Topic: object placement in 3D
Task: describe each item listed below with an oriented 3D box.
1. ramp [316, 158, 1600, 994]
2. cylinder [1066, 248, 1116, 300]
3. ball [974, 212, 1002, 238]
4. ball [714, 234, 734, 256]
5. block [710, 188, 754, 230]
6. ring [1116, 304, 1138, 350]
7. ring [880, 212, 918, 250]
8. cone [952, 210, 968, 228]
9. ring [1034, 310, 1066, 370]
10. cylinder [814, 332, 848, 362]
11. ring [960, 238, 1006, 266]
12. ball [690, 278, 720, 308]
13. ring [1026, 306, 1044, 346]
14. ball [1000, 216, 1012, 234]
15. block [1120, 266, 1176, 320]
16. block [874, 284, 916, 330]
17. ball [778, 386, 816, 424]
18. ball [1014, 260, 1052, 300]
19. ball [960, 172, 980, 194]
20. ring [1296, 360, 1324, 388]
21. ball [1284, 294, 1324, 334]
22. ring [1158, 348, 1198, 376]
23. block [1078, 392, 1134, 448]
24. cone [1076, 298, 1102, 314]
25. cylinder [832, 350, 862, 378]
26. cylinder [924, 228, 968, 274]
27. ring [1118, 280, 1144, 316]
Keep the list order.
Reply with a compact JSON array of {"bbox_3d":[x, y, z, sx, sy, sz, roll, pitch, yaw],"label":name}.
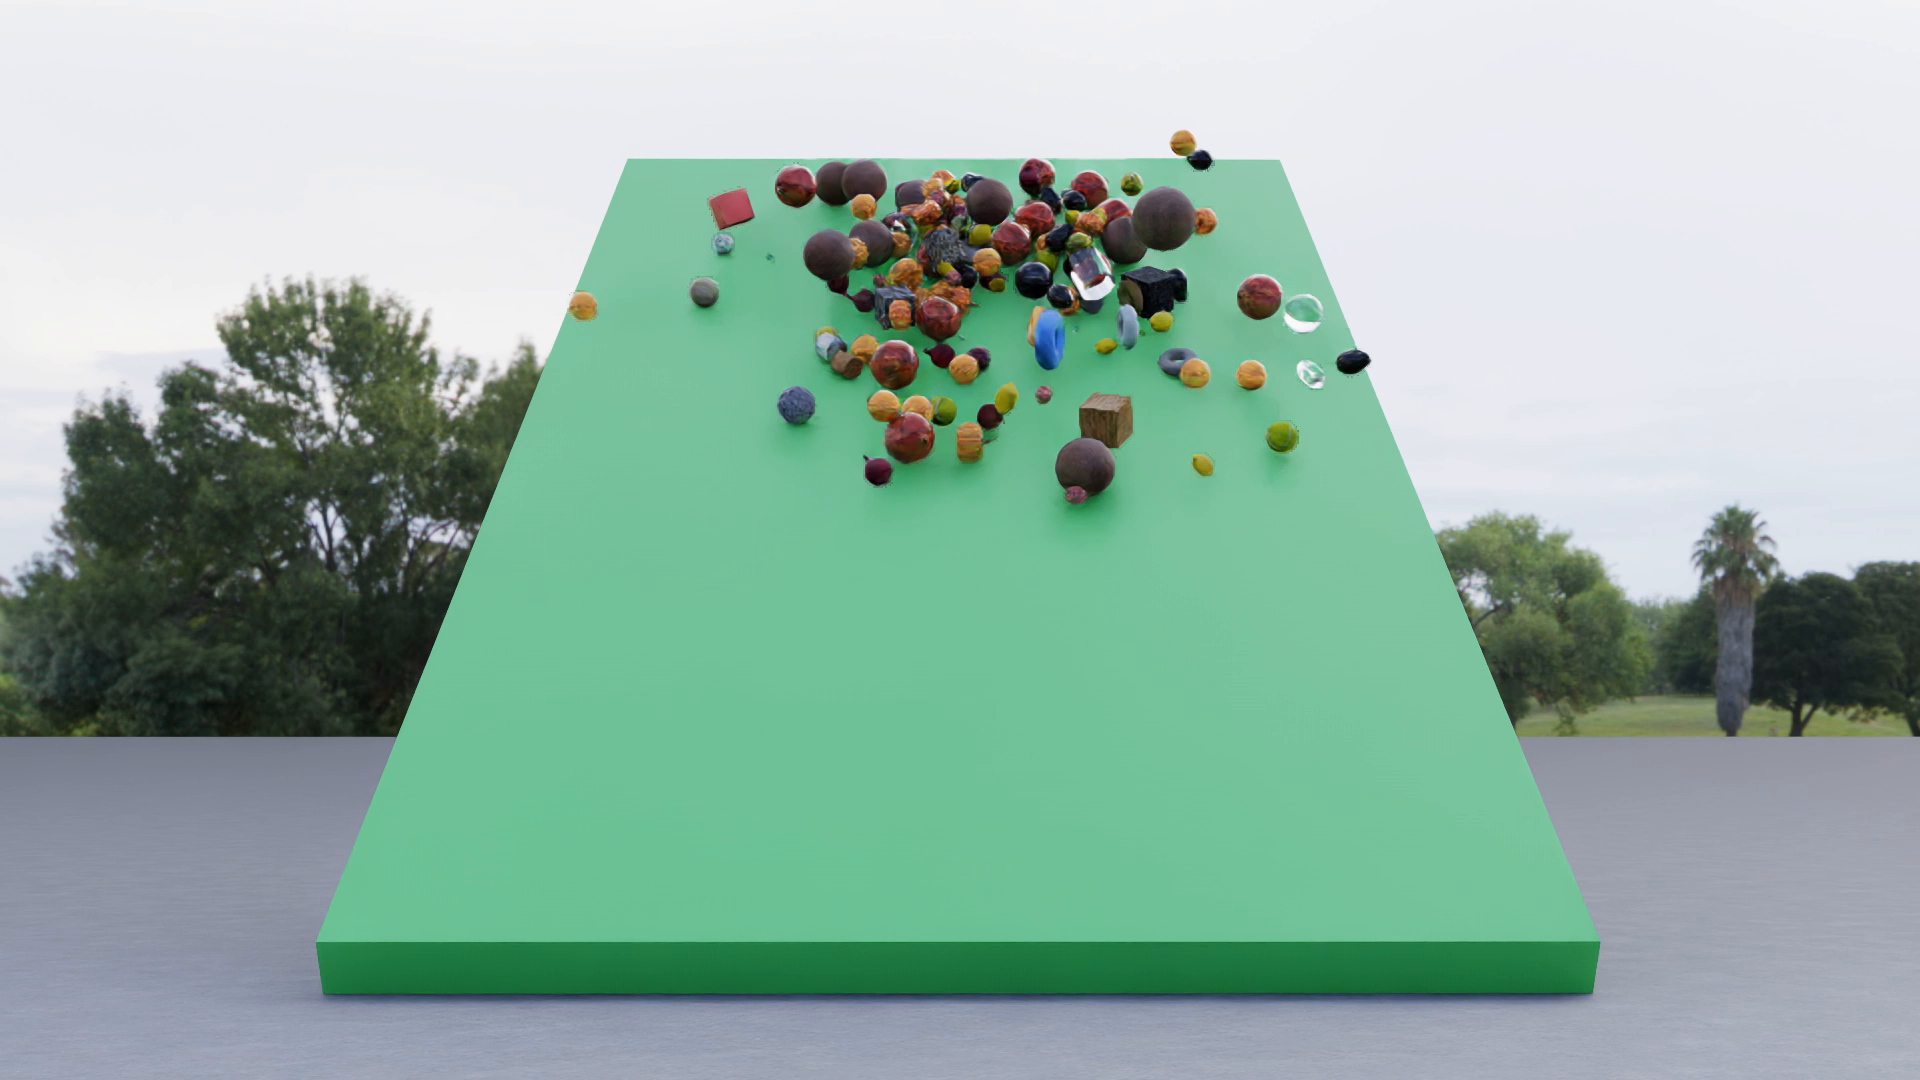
[{"bbox_3d":[-0.010,-0.227,5.491,2.000,0.100,4.000,0,27,0],"label":"ramp"},{"bbox_3d":[0.330,-0.675,6.005,0.096,0.096,0.096,-20,-32,-13],"label":"cylinder"},{"bbox_3d":[0.079,-0.877,6.592,0.075,0.075,0.075,0,-5,0],"label":"ball"},{"bbox_3d":[-0.647,-0.808,6.469,0.057,0.057,0.057,0,-5,0],"label":"ball"},{"bbox_3d":[-0.632,-0.918,6.561,0.086,0.086,0.086,-20,5,-19],"label":"block"},{"bbox_3d":[0.414,-0.527,5.856,0.037,0.111,0.111,-4,-4,-9],"label":"ring"},{"bbox_3d":[-0.168,-0.846,6.486,0.108,0.108,0.036,-2,24,19],"label":"ring"},{"bbox_3d":[0.011,-0.908,6.662,0.053,0.053,0.053,-2,19,27],"label":"cone"},{"bbox_3d":[0.216,-0.483,5.700,0.048,0.145,0.145,-8,-7,21],"label":"ring"},{"bbox_3d":[-0.316,-0.470,5.792,0.060,0.060,0.060,3,19,-37],"label":"cylinder"},{"bbox_3d":[0.054,-0.786,6.443,0.139,0.046,0.139,0,28,0],"label":"ring"},{"bbox_3d":[-0.661,-0.640,6.113,0.078,0.078,0.078,0,-5,0],"label":"ball"},{"bbox_3d":[0.189,-0.526,5.826,0.034,0.101,0.101,9,-6,-8],"label":"ring"},{"bbox_3d":[0.122,-0.885,6.634,0.051,0.051,0.051,0,-5,0],"label":"ball"},{"bbox_3d":[0.484,-0.638,6.094,0.097,0.097,0.097,-22,34,-37],"label":"block"},{"bbox_3d":[-0.165,-0.592,6.014,0.082,0.082,0.082,-9,28,-17],"label":"block"},{"bbox_3d":[-0.375,-0.310,5.445,0.088,0.088,0.088,0,-5,0],"label":"ball"},{"bbox_3d":[0.191,-0.672,6.115,0.099,0.099,0.099,0,-5,0],"label":"ball"},{"bbox_3d":[0.029,-1.044,6.924,0.060,0.060,0.060,0,-5,0],"label":"ball"},{"bbox_3d":[0.838,-0.396,5.651,0.080,0.080,0.027,5,-41,-45],"label":"ring"},{"bbox_3d":[0.865,-0.570,5.956,0.099,0.099,0.099,0,-5,0],"label":"ball"},{"bbox_3d":[0.528,-0.433,5.735,0.097,0.032,0.097,-5,38,4],"label":"ring"},{"bbox_3d":[0.326,-0.266,5.269,0.090,0.090,0.090,8,28,25],"label":"block"},{"bbox_3d":[0.321,-0.612,6.110,0.067,0.067,0.067,3,-5,-34],"label":"cone"},{"bbox_3d":[-0.273,-0.422,5.706,0.054,0.054,0.054,5,17,-45],"label":"cylinder"},{"bbox_3d":[-0.038,-0.750,6.142,0.093,0.093,0.093,-18,-7,-2],"label":"cylinder"},{"bbox_3d":[0.435,-0.617,6.033,0.033,0.098,0.098,-19,3,-21],"label":"ring"}]
